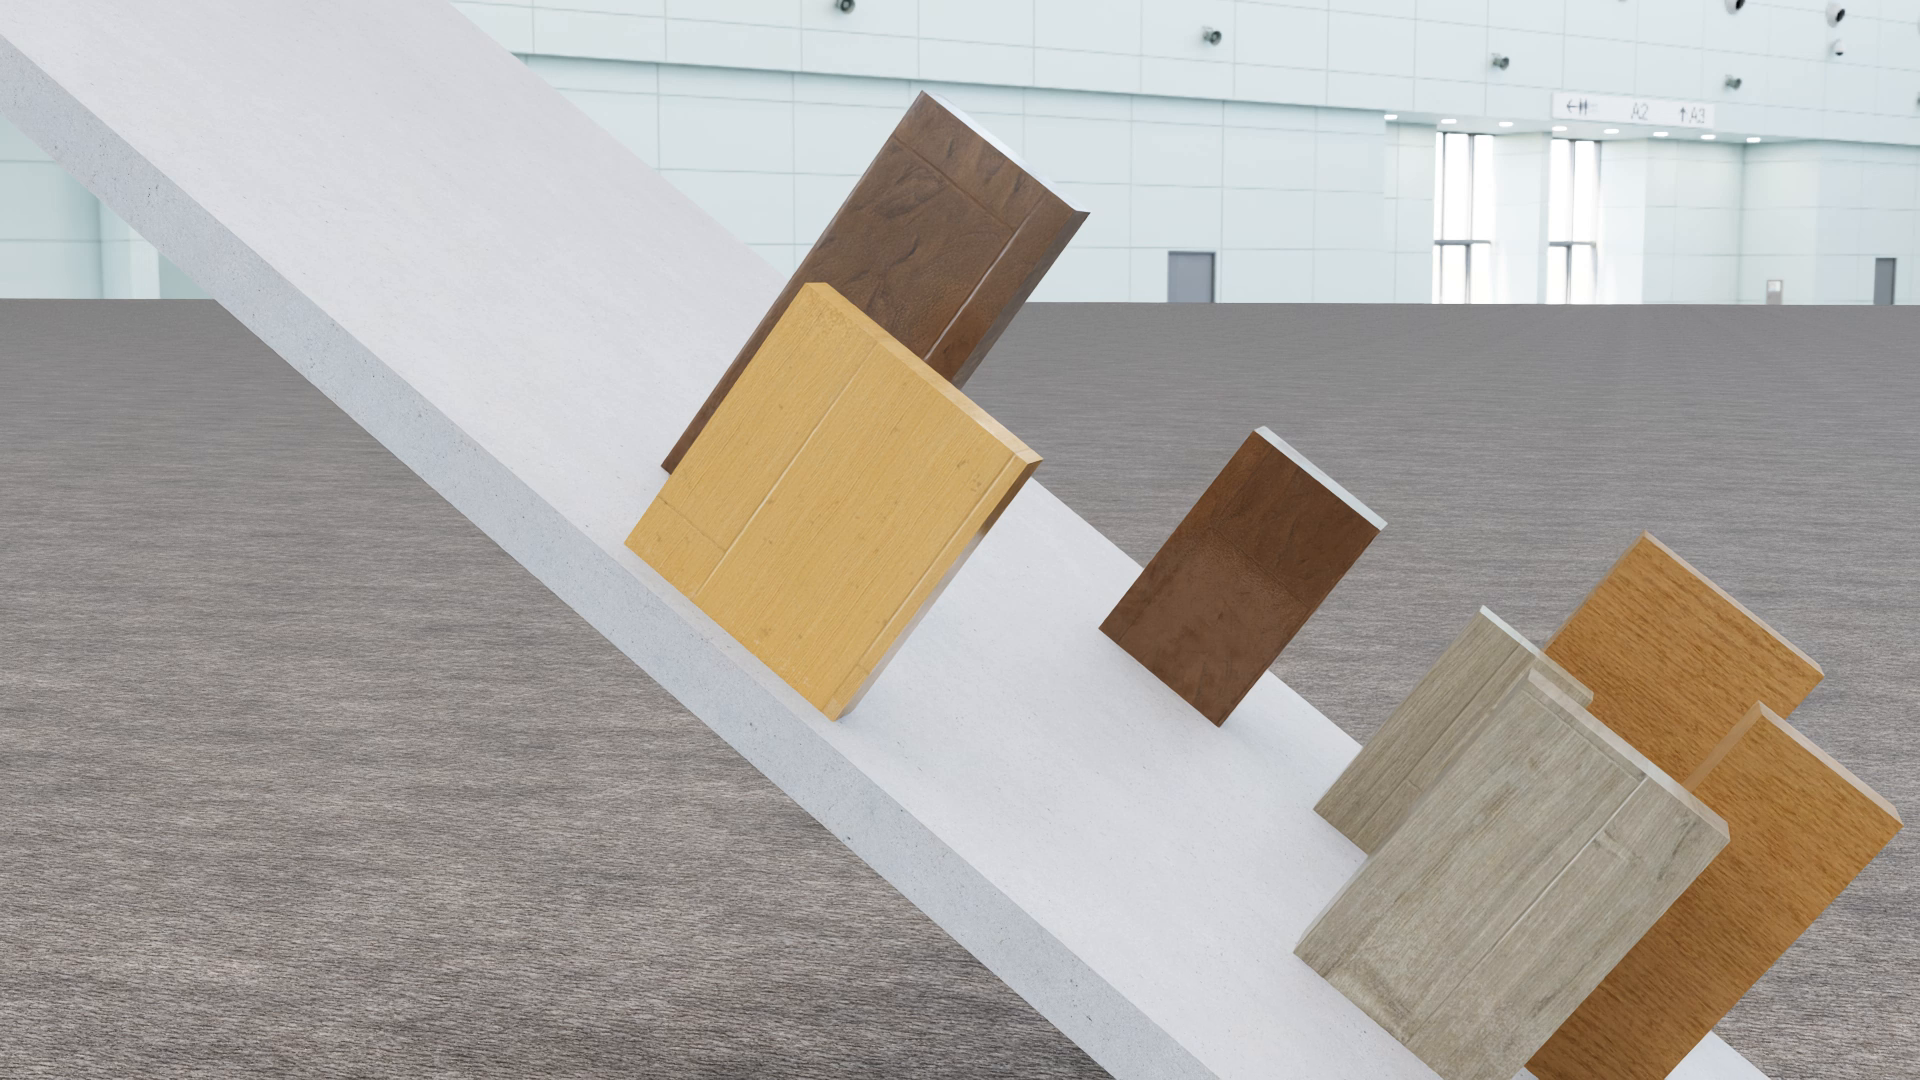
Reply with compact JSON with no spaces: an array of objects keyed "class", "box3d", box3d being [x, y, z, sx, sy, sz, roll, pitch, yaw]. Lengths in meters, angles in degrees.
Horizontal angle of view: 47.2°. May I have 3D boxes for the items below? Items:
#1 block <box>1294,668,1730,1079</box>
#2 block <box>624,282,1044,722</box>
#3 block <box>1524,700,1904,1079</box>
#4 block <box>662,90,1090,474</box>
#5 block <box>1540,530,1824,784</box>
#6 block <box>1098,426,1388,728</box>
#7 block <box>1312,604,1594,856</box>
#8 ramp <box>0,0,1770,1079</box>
[{"class":"block","box3d":[0.864,0.551,3.475,0.380,0.582,0.119,40,16,9]},{"class":"block","box3d":[-0.187,-0.055,3.149,0.407,0.475,0.083,40,16,9]},{"class":"block","box3d":[1.226,0.643,3.727,0.279,0.722,0.135,40,16,9]},{"class":"block","box3d":[-0.141,-0.315,3.493,0.305,0.741,0.101,40,16,9]},{"class":"block","box3d":[1.306,0.416,4.454,0.431,0.769,0.132,40,16,9]},{"class":"block","box3d":[0.554,0.071,4.320,0.307,0.502,0.128,40,16,9]},{"class":"block","box3d":[0.938,0.404,4.196,0.261,0.502,0.089,40,16,9]},{"class":"ramp","box3d":[-0.046,0.103,4.061,4.000,0.100,2.000,40,16,9]}]
